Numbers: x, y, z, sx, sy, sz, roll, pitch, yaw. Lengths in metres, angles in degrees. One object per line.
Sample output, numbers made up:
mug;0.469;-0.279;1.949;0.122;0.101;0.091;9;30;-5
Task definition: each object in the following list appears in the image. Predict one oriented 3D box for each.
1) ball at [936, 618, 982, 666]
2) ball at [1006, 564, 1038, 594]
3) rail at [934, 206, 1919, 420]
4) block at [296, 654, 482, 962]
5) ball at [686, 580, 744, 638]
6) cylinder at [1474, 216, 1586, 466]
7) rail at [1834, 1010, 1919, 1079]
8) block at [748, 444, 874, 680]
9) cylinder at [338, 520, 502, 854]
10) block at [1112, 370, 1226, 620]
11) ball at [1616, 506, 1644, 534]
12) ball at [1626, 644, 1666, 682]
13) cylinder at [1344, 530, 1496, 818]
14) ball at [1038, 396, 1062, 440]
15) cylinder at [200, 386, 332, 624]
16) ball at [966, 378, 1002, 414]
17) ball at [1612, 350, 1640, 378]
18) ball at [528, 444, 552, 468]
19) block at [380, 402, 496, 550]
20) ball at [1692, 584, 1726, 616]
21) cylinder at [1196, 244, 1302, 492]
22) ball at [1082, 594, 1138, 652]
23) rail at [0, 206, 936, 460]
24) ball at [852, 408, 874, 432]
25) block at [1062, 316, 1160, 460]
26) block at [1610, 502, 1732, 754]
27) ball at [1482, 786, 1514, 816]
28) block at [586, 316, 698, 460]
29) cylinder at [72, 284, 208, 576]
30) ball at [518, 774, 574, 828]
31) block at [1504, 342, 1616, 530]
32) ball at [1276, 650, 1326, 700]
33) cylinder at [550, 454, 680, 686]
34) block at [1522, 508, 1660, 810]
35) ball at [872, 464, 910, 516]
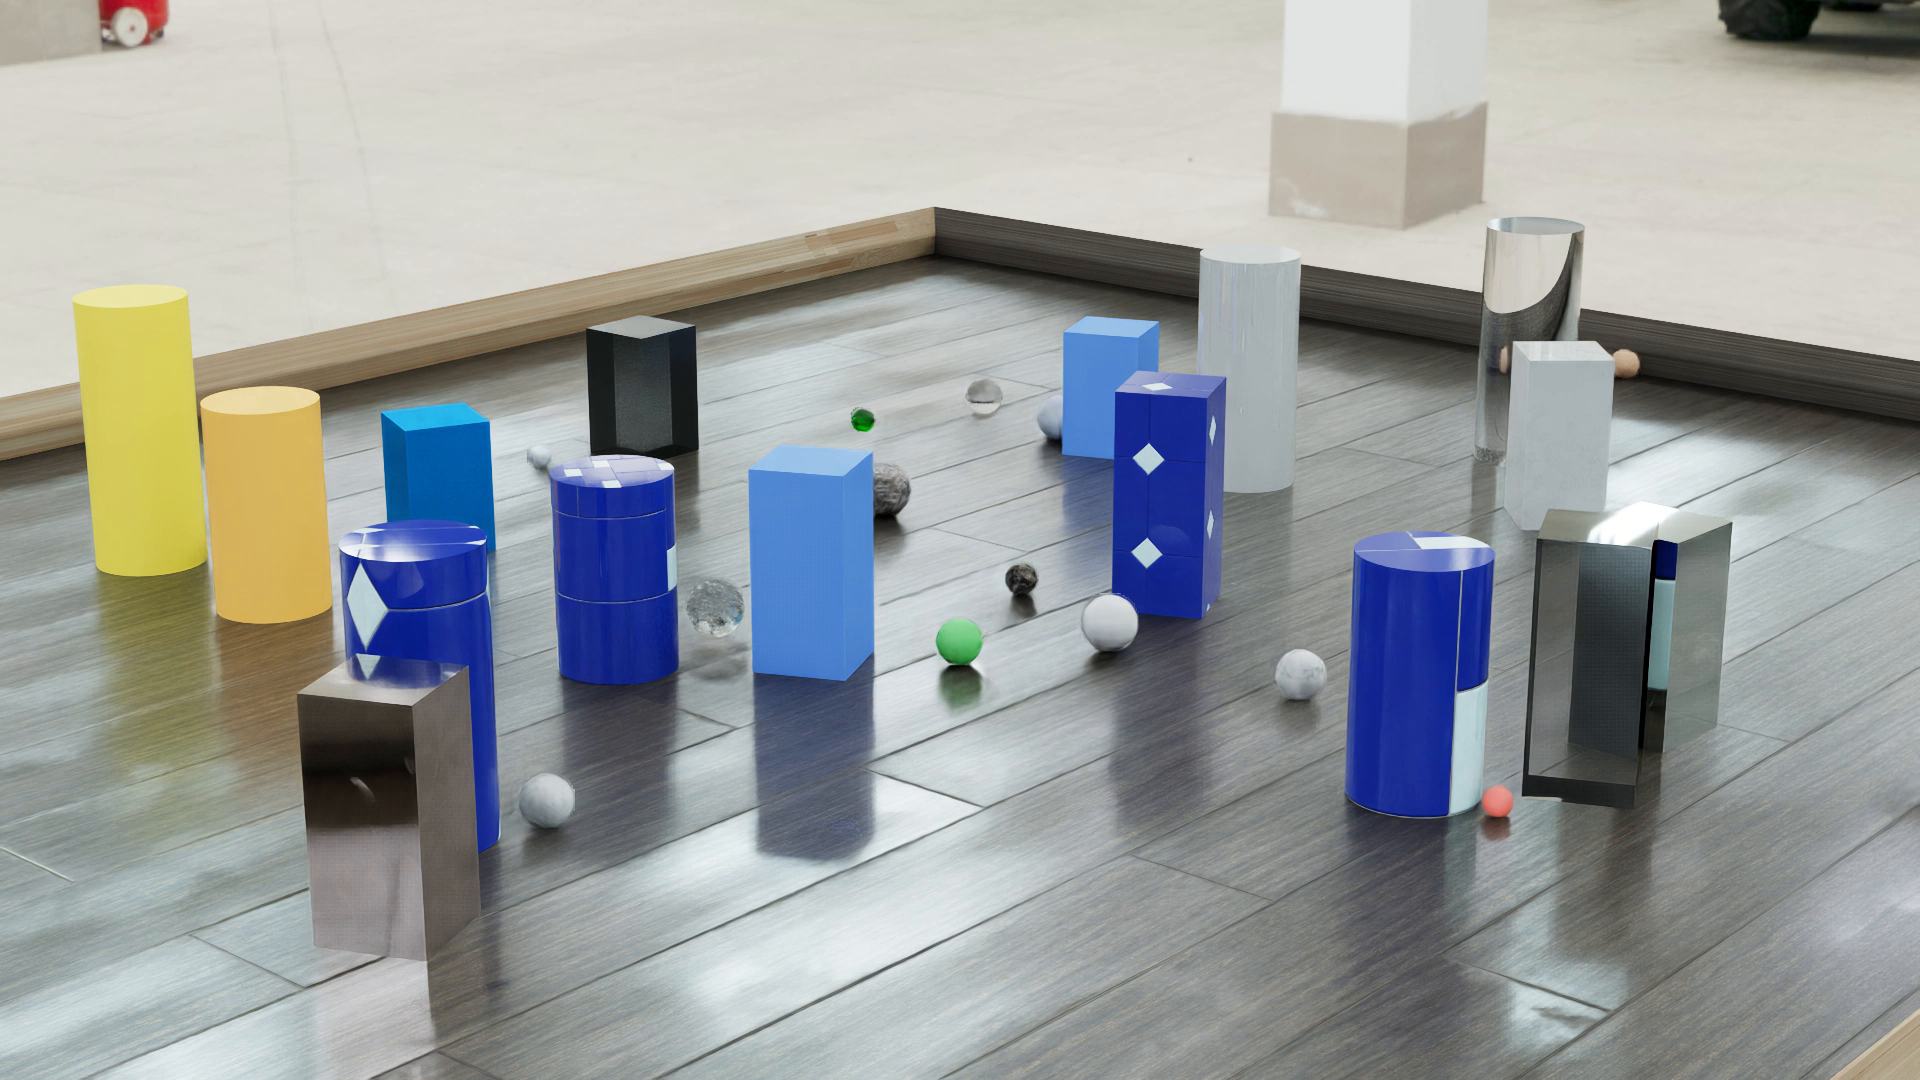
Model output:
ball;-0.001;0.166;4.770;0.076;0.076;0.076;0;17;0
ball;0.107;0.068;5.130;0.055;0.055;0.055;0;17;0
rail;1.472;-0.457;6.743;4.130;0.128;0.045;14;22;39
block;-0.724;0.339;3.735;0.158;0.342;0.158;5;17;16
ball;-0.409;0.114;4.904;0.098;0.098;0.098;0;17;0
cylinder;1.155;-0.402;5.955;0.197;0.479;0.197;0;17;0
rail;1.541;0.418;3.839;0.045;0.128;4.538;14;22;39
block;-0.238;0.035;4.746;0.158;0.341;0.158;5;17;15
cylinder;-0.738;0.207;4.018;0.197;0.432;0.197;0;17;0
block;0.359;-0.079;5.042;0.158;0.388;0.158;5;17;16
ball;1.254;-0.037;5.483;0.052;0.052;0.052;0;17;0
ball;1.098;0.197;4.690;0.063;0.063;0.063;0;17;0
cylinder;0.655;0.190;4.187;0.197;0.366;0.197;0;17;0
ball;0.208;-0.257;6.147;0.091;0.091;0.091;0;17;0
cylinder;-1.186;-0.062;5.023;0.197;0.366;0.197;0;17;0
ball;0.052;-0.312;6.352;0.077;0.077;0.077;0;17;0
ball;1.511;-0.400;6.666;0.066;0.066;0.066;0;17;0
ball;-0.850;-0.170;5.937;0.045;0.045;0.045;0;17;0
block;-0.959;-0.109;5.391;0.158;0.244;0.158;-8;19;-25
ball;1.282;0.102;5.019;0.055;0.055;0.055;0;17;0
cylinder;0.567;-0.340;5.787;0.197;0.457;0.197;0;17;0
ball;0.247;0.137;4.833;0.094;0.094;0.094;0;17;0
rail;-1.541;-0.354;6.401;0.045;0.128;4.538;14;22;39
ball;-0.206;-0.253;6.205;0.050;0.050;0.050;0;17;0
block;0.311;-0.313;6.045;0.158;0.258;0.158;6;18;19
block;1.050;0.130;4.451;0.158;0.328;0.158;15;23;41
ball;0.762;0.369;4.151;0.044;0.044;0.044;0;17;0
block;-0.652;-0.310;6.024;0.158;0.263;0.158;13;21;37
cylinder;-1.469;-0.198;5.261;0.197;0.490;0.197;0;17;0
ball;-0.579;0.365;4.106;0.077;0.077;0.077;0;17;0
block;1.132;-0.198;5.545;0.158;0.327;0.158;0;17;-1
ball;0.536;0.212;4.612;0.079;0.079;0.079;0;17;0
cylinder;-0.556;0.047;4.729;0.197;0.328;0.197;0;17;0
block;0.906;0.169;4.216;0.158;0.390;0.158;5;17;16
ball;-0.143;-0.094;5.595;0.099;0.099;0.099;0;17;0
